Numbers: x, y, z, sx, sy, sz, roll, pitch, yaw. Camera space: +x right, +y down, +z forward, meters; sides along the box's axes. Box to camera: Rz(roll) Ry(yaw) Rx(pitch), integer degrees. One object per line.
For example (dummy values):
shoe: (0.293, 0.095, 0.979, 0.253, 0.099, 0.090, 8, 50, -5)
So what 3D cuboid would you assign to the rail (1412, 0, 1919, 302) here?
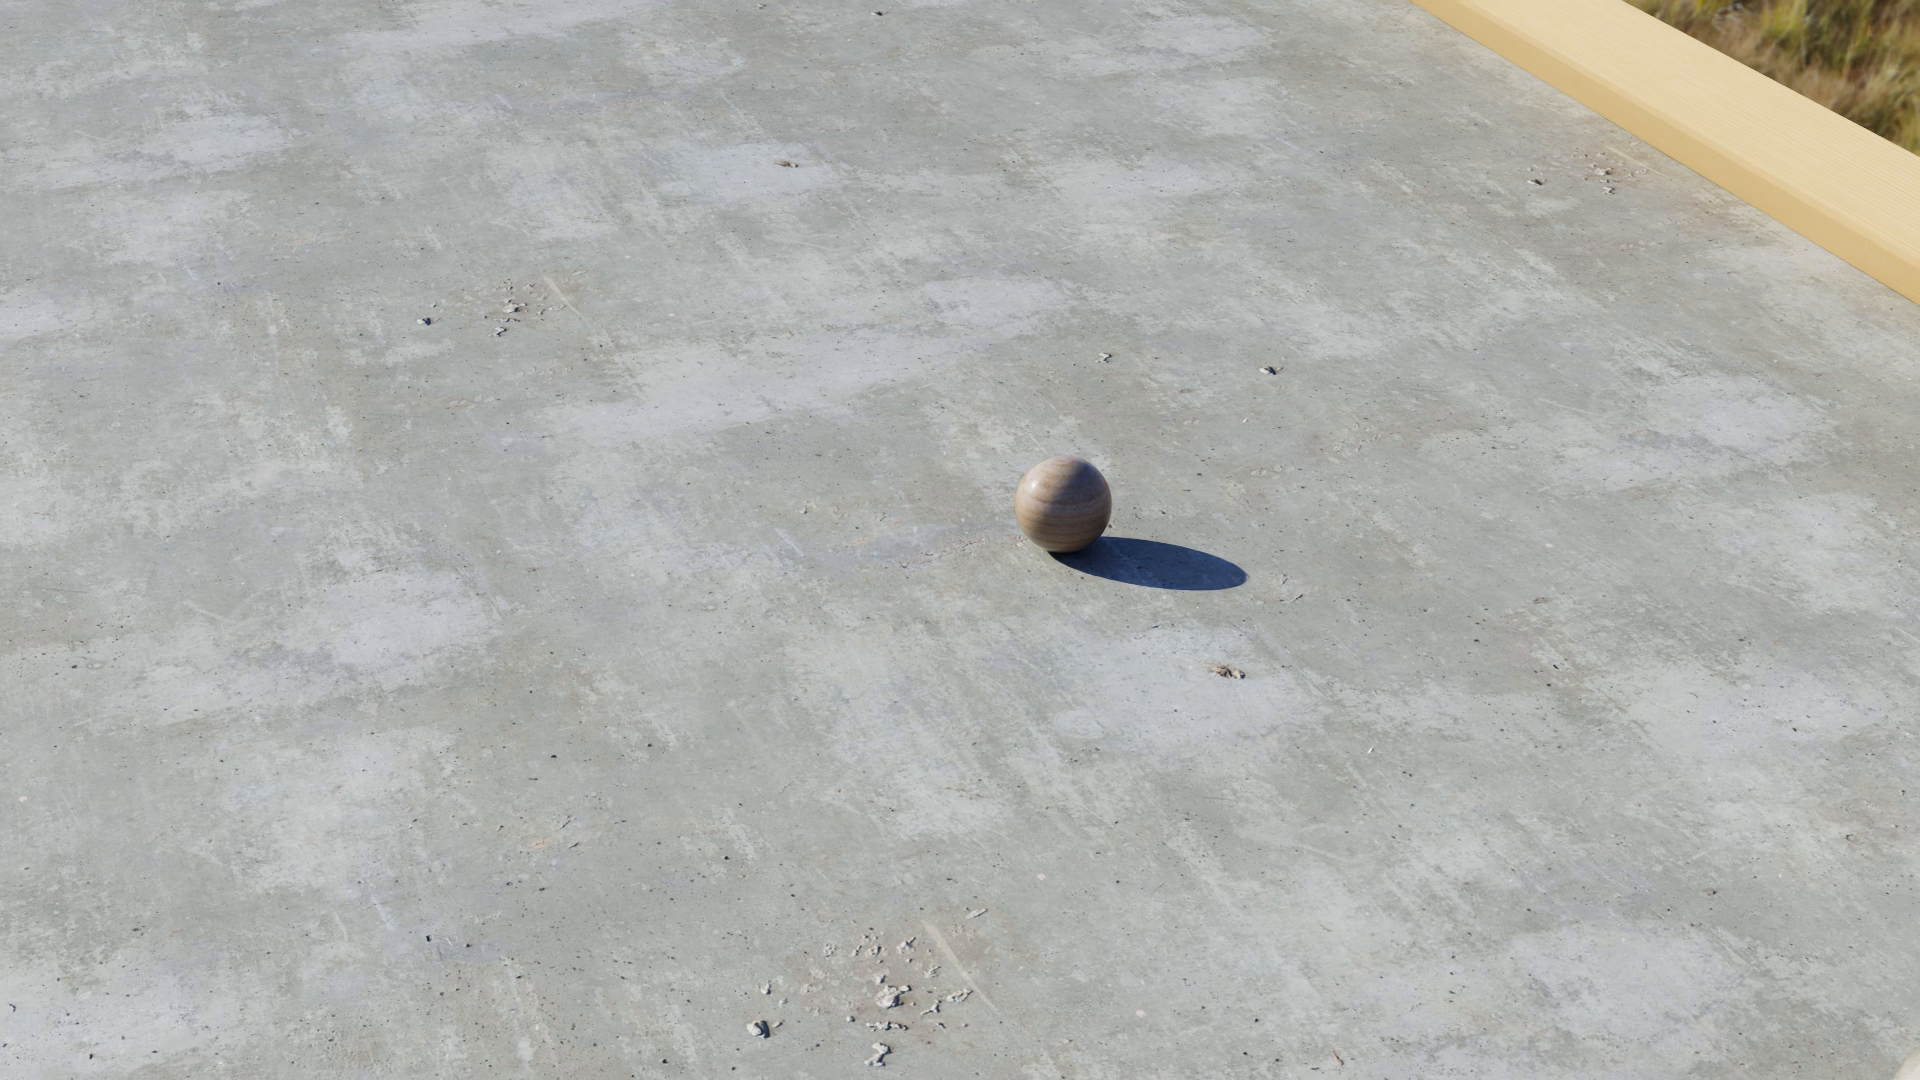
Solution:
rail: (0.555, -0.505, 2.879, 0.045, 0.115, 3.334, -9, 28, -17)

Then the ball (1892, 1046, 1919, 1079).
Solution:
ball: (0.477, 0.272, 1.372, 0.089, 0.089, 0.089, 0, 27, 0)

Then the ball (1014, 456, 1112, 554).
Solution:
ball: (0.070, -0.024, 1.982, 0.066, 0.066, 0.066, 0, 27, 0)
